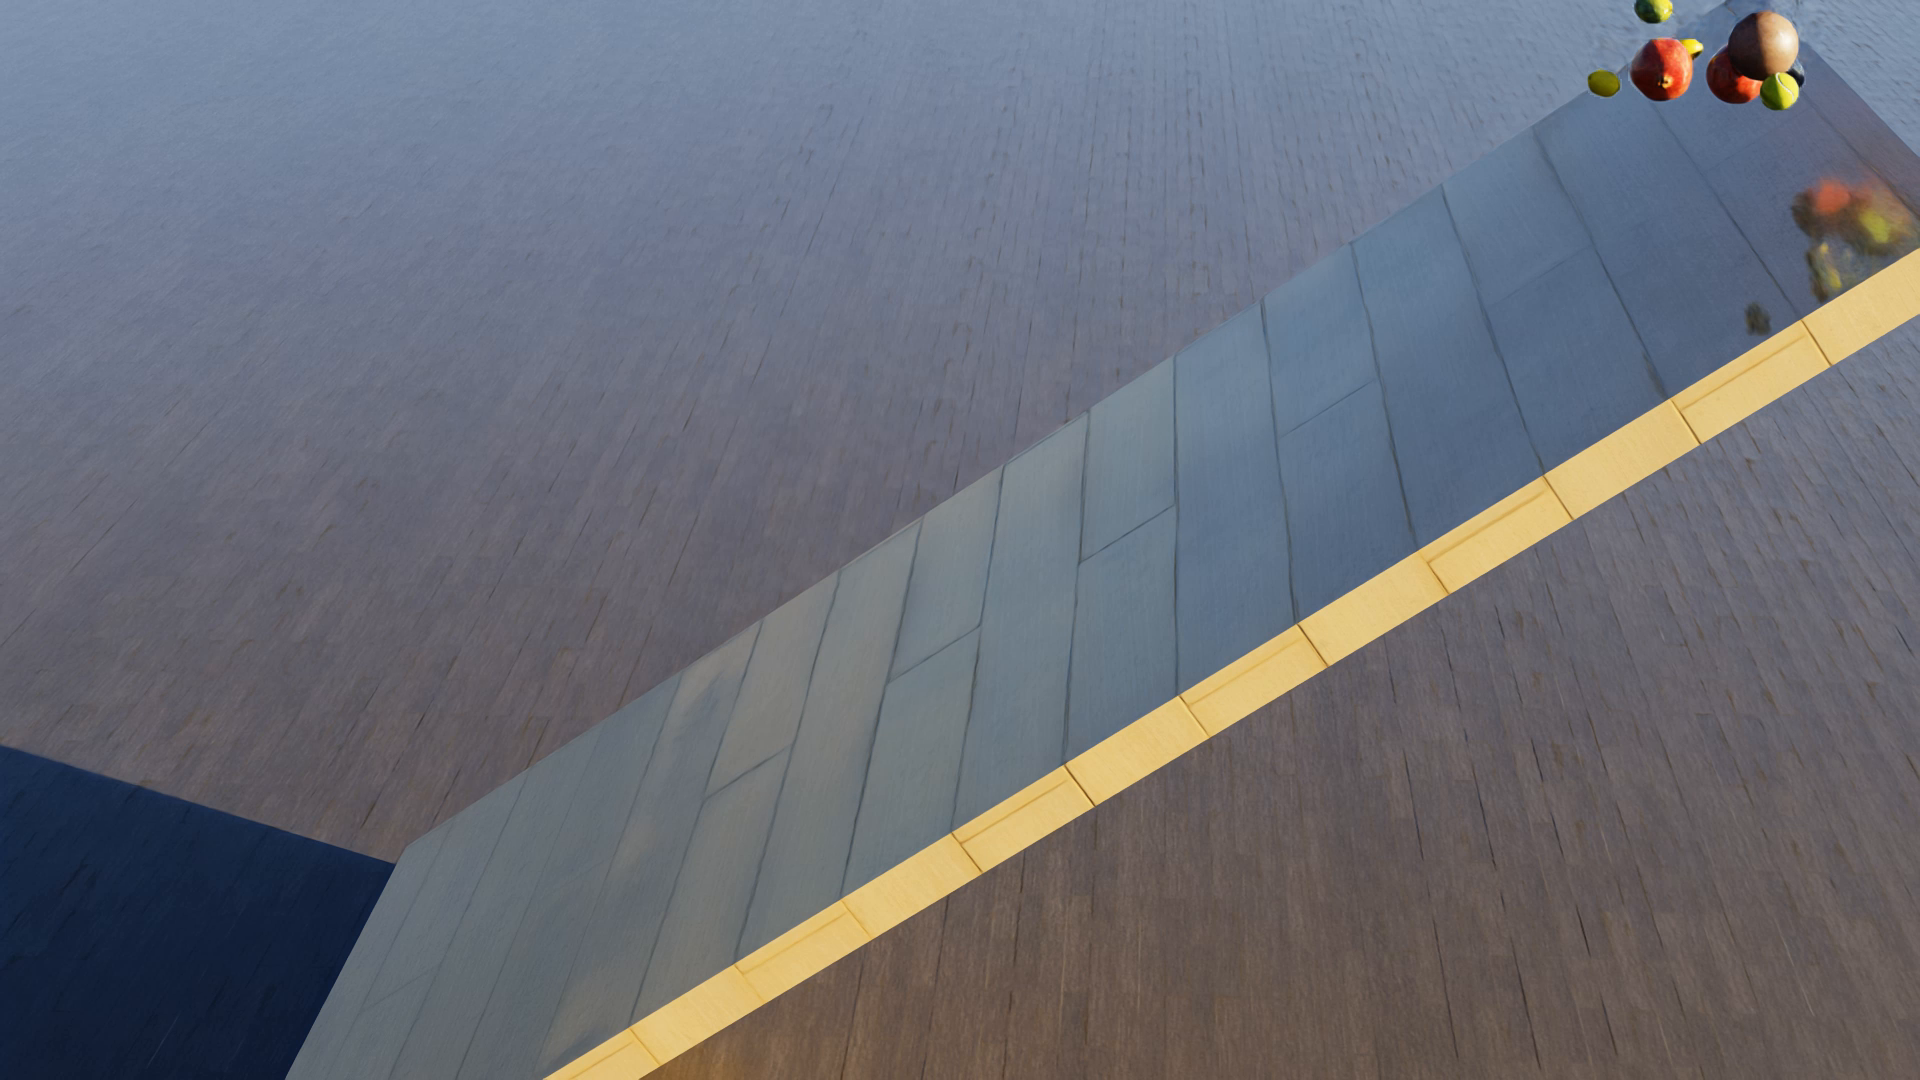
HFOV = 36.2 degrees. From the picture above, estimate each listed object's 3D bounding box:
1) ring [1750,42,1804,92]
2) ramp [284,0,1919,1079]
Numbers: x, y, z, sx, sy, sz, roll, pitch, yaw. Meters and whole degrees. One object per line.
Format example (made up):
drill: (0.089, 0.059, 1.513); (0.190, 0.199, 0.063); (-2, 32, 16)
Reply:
ring: (1.603, -0.928, 5.767); (0.041, 0.123, 0.123); (-48, 33, -3)
ramp: (0.135, 0.174, 6.307); (4.000, 0.100, 2.000); (-32, 16, 15)
